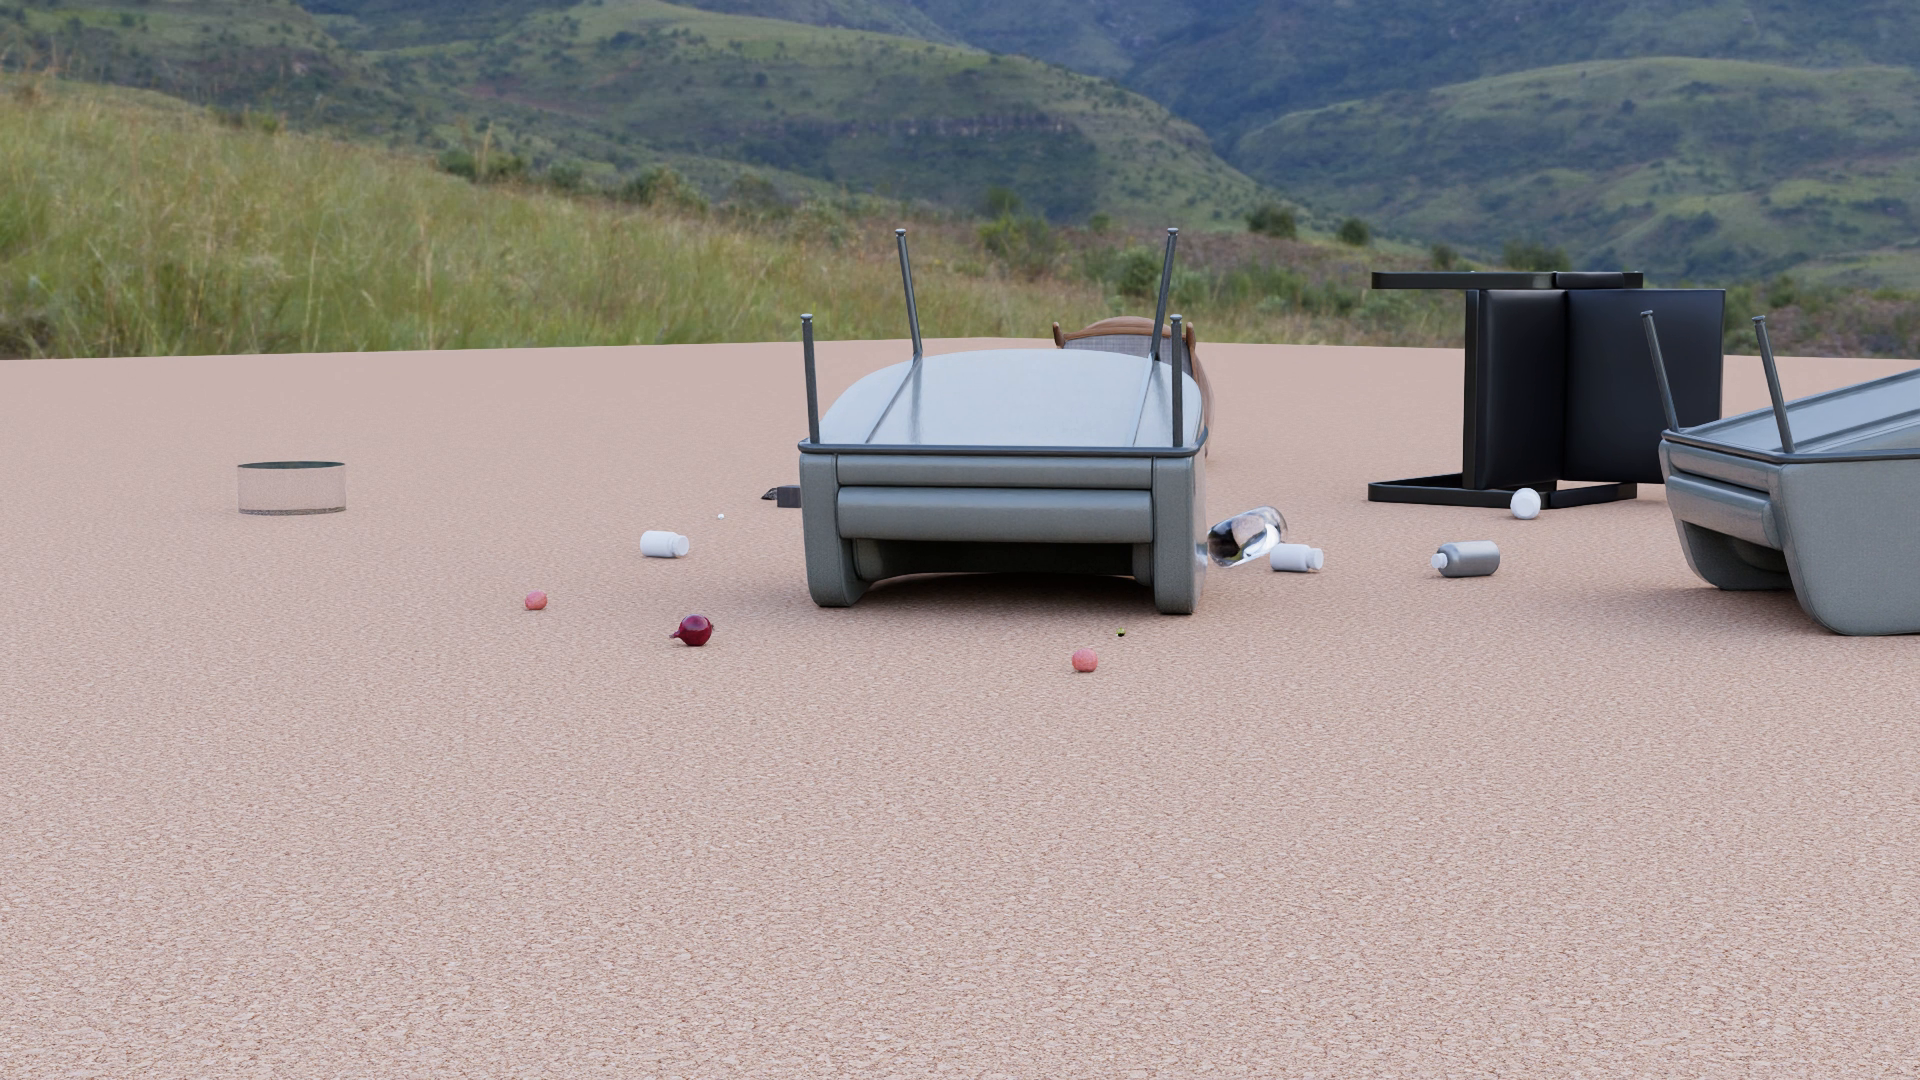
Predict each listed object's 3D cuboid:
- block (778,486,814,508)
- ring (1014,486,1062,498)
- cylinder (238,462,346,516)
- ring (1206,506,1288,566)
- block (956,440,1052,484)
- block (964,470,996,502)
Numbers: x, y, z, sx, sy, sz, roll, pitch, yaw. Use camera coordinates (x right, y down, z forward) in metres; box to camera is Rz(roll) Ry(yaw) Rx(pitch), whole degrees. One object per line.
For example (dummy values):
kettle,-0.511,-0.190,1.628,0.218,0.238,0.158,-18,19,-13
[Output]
block,-0.471,-0.124,7.336,0.079,0.058,0.075,2,6,22
ring,0.235,-0.143,7.667,0.149,0.028,0.120,2,7,19
cylinder,-1.876,-0.146,7.205,0.295,0.129,0.300,-1,6,-6
ring,0.650,-0.007,5.806,0.186,0.097,0.281,-24,-6,17
block,0.143,-0.255,8.284,0.286,0.123,0.187,1,6,10
block,0.061,-0.159,7.562,0.055,0.081,0.125,-2,6,-20
